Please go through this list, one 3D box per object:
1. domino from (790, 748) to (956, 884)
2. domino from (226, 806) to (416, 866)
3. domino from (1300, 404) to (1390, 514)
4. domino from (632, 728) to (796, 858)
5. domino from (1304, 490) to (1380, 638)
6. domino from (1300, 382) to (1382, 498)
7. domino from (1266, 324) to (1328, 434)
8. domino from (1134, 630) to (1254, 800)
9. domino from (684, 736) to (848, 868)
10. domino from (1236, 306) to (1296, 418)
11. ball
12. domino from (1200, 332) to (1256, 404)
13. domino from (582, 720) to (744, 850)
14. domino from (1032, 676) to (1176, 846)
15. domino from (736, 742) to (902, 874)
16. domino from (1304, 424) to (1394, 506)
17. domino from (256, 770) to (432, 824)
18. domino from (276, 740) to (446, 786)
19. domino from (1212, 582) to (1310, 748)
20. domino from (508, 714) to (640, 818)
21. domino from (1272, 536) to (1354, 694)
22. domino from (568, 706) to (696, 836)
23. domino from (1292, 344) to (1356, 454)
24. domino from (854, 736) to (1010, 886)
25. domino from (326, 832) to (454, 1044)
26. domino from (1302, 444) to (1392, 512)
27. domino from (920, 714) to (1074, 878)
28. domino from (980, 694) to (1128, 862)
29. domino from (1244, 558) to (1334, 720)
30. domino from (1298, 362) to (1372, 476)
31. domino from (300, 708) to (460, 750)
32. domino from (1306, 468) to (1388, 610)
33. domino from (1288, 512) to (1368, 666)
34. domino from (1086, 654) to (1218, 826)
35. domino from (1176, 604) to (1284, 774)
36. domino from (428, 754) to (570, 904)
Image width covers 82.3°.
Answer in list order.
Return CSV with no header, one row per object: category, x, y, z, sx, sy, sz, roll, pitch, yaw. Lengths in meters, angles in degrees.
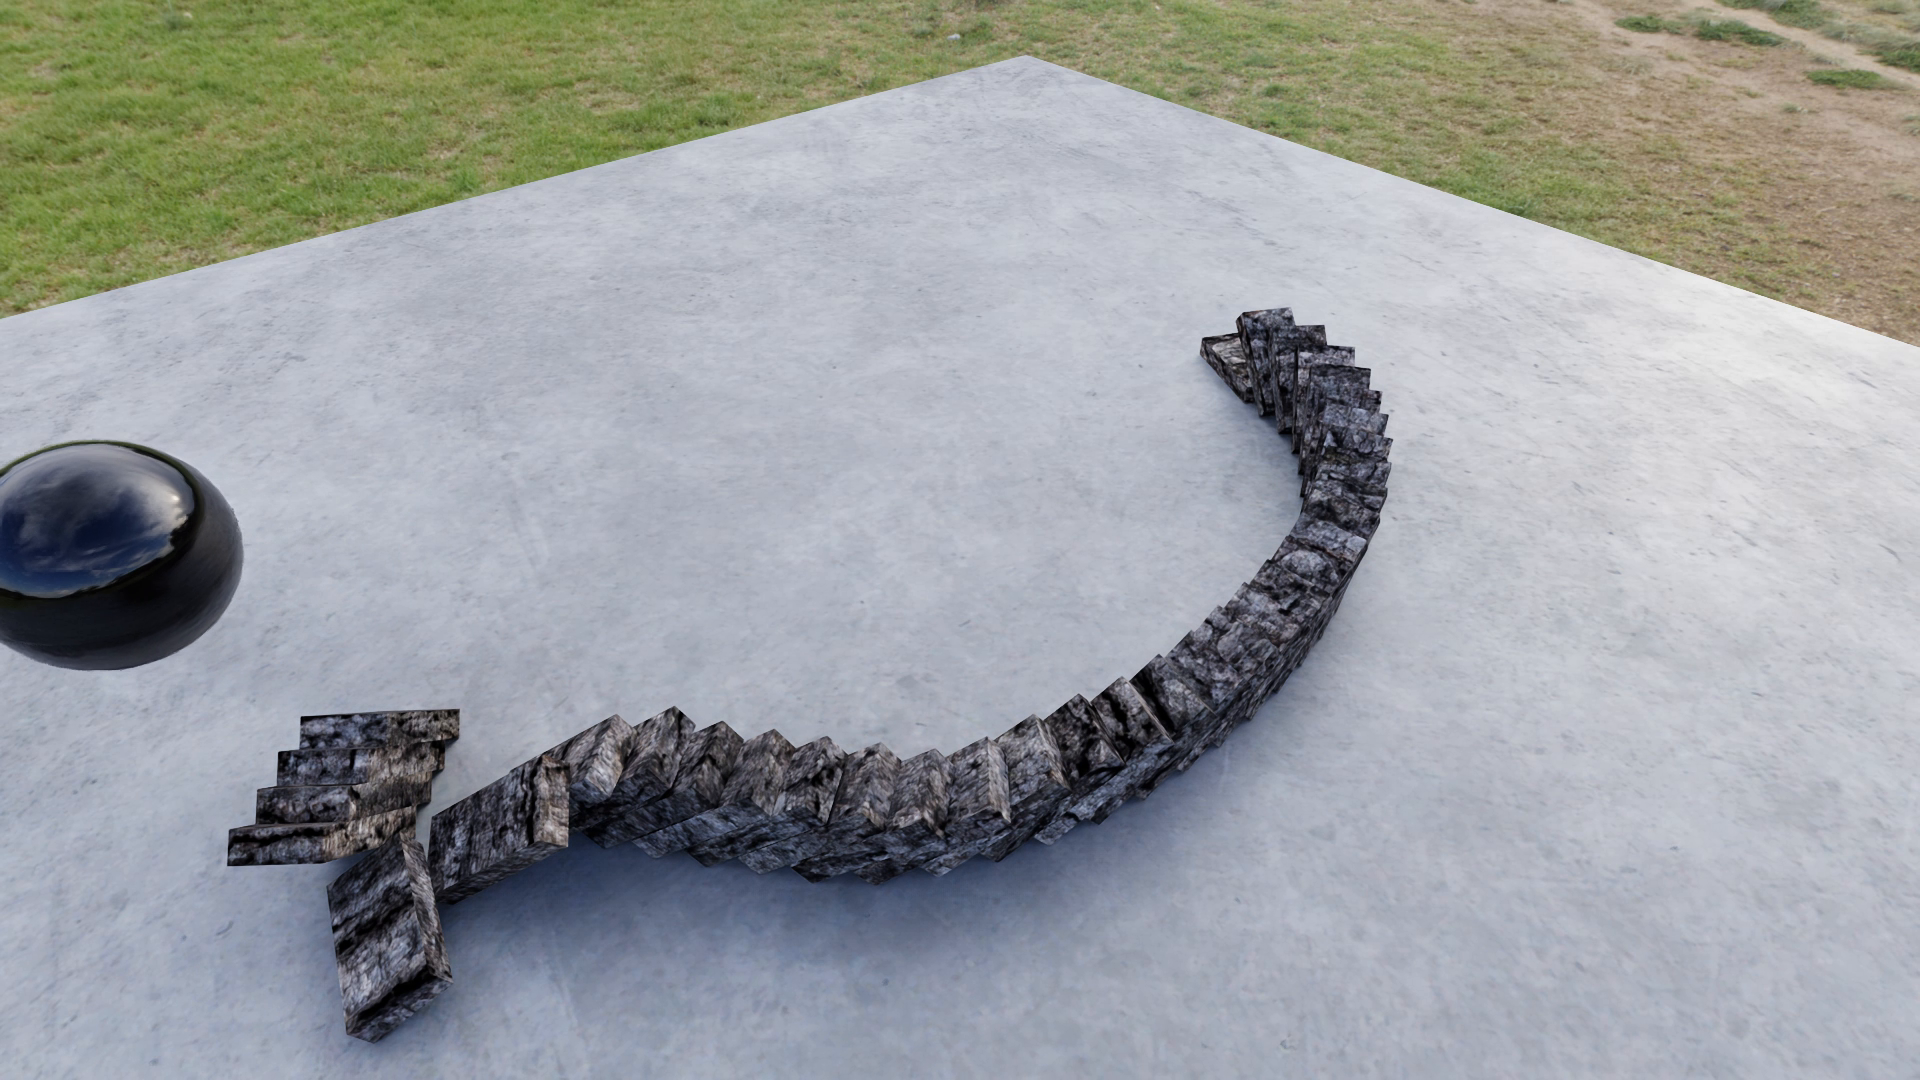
domino,-0.025,0.081,0.322,0.050,0.009,0.025,-27,31,29
domino,-0.180,0.084,0.314,0.025,0.050,0.009,-2,83,0
domino,0.160,-0.030,0.459,0.025,0.010,0.050,14,77,16
domino,-0.074,0.076,0.328,0.050,0.010,0.025,-26,29,29
domino,0.134,0.009,0.411,0.025,0.009,0.050,26,82,28
domino,0.164,-0.041,0.472,0.025,0.009,0.050,12,77,14
domino,0.159,-0.075,0.513,0.025,0.009,0.050,-2,76,-3
domino,0.067,0.056,0.353,0.050,0.010,0.025,-47,48,3
domino,-0.058,0.078,0.326,0.050,0.009,0.025,-26,29,29
domino,0.151,-0.085,0.525,0.025,0.009,0.050,-8,77,-10
ball,-0.296,0.005,0.381,0.080,0.080,0.080,0,39,0
domino,0.143,-0.087,0.549,0.025,0.010,0.050,-10,40,-12
domino,-0.090,0.074,0.331,0.050,0.010,0.025,-25,30,29
domino,0.039,0.068,0.338,0.050,0.010,0.025,-41,43,10
domino,-0.042,0.079,0.324,0.050,0.010,0.025,-26,30,29
domino,0.155,-0.020,0.446,0.025,0.009,0.050,17,78,20
domino,-0.180,0.076,0.325,0.025,0.050,0.009,-1,83,-2
domino,-0.181,0.067,0.335,0.025,0.050,0.009,-1,83,-2
domino,0.092,0.042,0.371,0.025,0.009,0.050,37,88,36
domino,-0.121,0.073,0.331,0.050,0.009,0.025,-28,29,25
domino,0.114,0.026,0.390,0.025,0.009,0.050,31,85,32
domino,-0.105,0.071,0.334,0.050,0.009,0.025,-28,29,25
domino,0.165,-0.063,0.499,0.025,0.009,0.050,5,76,5
domino,-0.009,0.080,0.323,0.050,0.010,0.025,-31,34,23
domino,-0.158,0.108,0.304,0.025,0.010,0.050,-37,47,-5
domino,0.149,-0.010,0.434,0.025,0.009,0.050,20,80,22
domino,0.008,0.076,0.328,0.050,0.009,0.025,-36,38,16
domino,0.024,0.072,0.333,0.050,0.010,0.025,-39,41,12
domino,0.103,0.034,0.380,0.025,0.010,0.050,34,87,34
domino,0.165,-0.052,0.485,0.025,0.010,0.050,8,76,9
domino,-0.180,0.059,0.345,0.025,0.050,0.010,-1,83,-2
domino,0.142,0.000,0.422,0.025,0.009,0.050,23,81,25
domino,0.124,0.018,0.400,0.025,0.010,0.050,28,84,30
domino,0.053,0.062,0.345,0.050,0.009,0.025,-44,46,7
domino,0.080,0.049,0.362,0.050,0.009,0.025,-50,52,0
domino,-0.133,0.083,0.315,0.050,0.010,0.025,-29,52,23
